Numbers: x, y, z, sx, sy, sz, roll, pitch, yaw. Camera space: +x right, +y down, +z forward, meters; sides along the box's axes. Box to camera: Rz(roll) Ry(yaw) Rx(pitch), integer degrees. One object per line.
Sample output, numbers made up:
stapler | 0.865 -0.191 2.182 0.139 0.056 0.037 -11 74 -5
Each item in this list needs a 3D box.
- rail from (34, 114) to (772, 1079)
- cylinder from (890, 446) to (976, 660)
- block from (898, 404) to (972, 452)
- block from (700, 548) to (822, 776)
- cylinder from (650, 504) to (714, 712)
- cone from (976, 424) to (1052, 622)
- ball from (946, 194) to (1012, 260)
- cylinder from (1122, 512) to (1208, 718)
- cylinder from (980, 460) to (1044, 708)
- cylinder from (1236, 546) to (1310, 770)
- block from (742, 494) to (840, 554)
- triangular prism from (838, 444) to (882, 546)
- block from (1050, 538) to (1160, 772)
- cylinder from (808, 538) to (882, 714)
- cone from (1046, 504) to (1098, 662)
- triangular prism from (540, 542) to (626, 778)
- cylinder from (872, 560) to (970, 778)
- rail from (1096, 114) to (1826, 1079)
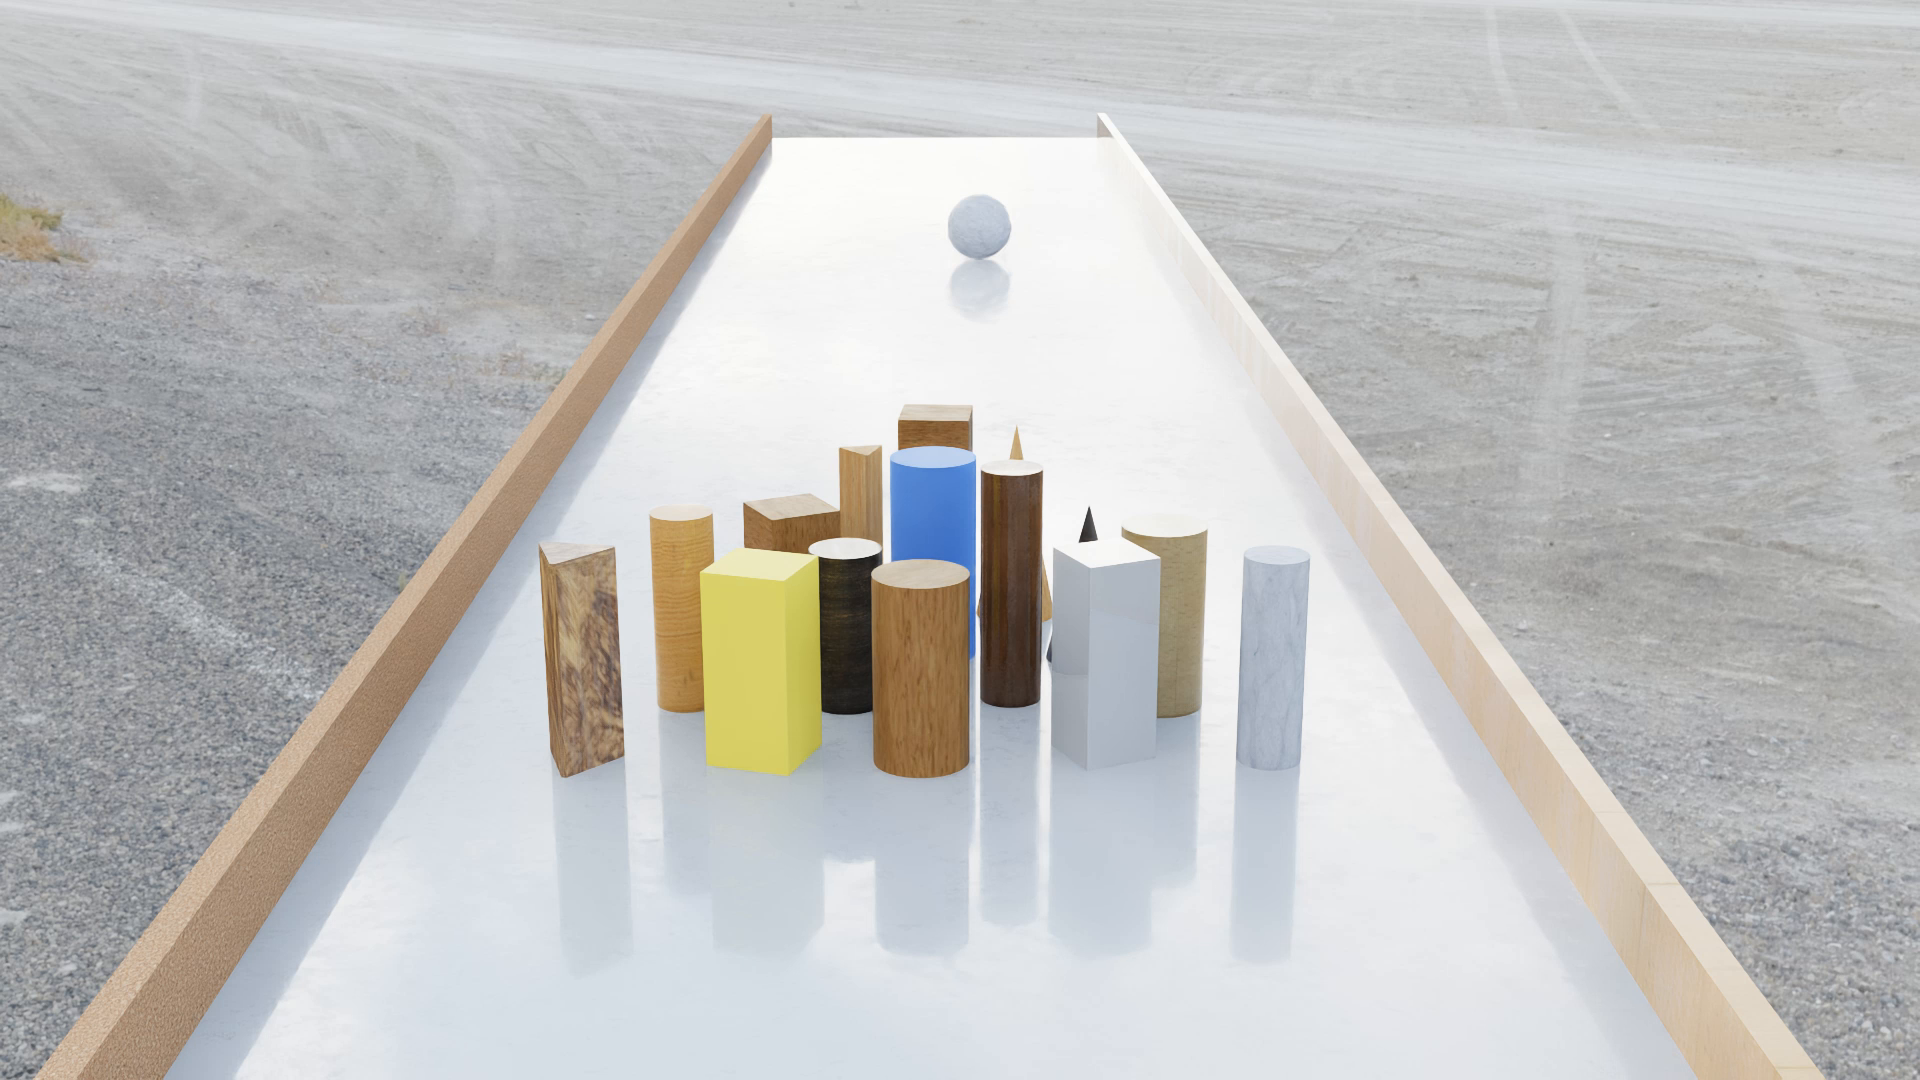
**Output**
rail | -1.118 -0.838 7.780 0.050 0.150 12.000 0 17 -1
cylinder | -0.053 0.032 4.402 0.172 0.409 0.172 0 17 0
block | -0.053 -0.094 4.863 0.153 0.387 0.153 1 17 4
block | -0.349 0.213 3.885 0.156 0.357 0.156 5 17 18
cylinder | -0.518 0.128 4.136 0.118 0.376 0.118 0 17 0
cone | 0.118 -0.044 4.643 0.167 0.417 0.167 0 17 0
ball | 0.079 -1.301 9.130 0.269 0.269 0.269 0 17 0
cylinder | 0.380 0.141 4.134 0.161 0.353 0.161 0 17 0
cylinder | 0.097 0.083 4.150 0.117 0.454 0.117 0 17 0
cylinder | 0.549 0.207 3.864 0.114 0.380 0.114 0 17 0
block | -0.334 0.084 4.394 0.146 0.314 0.146 -8 19 -26
triangular prism | -0.192 -0.012 4.614 0.079 0.373 0.091 -15 22 -40
block | 0.256 0.201 3.897 0.139 0.374 0.139 -8 18 -24
cylinder | -0.214 0.162 4.146 0.137 0.306 0.137 0 17 0
cone | 0.256 0.081 4.391 0.165 0.321 0.165 0 17 0
triangular prism | -0.690 0.201 3.865 0.120 0.390 0.139 14 22 39
cylinder | -0.069 0.225 3.863 0.171 0.347 0.171 0 17 0
rail | 0.932 -0.844 7.801 0.050 0.150 12.000 0 17 -1
